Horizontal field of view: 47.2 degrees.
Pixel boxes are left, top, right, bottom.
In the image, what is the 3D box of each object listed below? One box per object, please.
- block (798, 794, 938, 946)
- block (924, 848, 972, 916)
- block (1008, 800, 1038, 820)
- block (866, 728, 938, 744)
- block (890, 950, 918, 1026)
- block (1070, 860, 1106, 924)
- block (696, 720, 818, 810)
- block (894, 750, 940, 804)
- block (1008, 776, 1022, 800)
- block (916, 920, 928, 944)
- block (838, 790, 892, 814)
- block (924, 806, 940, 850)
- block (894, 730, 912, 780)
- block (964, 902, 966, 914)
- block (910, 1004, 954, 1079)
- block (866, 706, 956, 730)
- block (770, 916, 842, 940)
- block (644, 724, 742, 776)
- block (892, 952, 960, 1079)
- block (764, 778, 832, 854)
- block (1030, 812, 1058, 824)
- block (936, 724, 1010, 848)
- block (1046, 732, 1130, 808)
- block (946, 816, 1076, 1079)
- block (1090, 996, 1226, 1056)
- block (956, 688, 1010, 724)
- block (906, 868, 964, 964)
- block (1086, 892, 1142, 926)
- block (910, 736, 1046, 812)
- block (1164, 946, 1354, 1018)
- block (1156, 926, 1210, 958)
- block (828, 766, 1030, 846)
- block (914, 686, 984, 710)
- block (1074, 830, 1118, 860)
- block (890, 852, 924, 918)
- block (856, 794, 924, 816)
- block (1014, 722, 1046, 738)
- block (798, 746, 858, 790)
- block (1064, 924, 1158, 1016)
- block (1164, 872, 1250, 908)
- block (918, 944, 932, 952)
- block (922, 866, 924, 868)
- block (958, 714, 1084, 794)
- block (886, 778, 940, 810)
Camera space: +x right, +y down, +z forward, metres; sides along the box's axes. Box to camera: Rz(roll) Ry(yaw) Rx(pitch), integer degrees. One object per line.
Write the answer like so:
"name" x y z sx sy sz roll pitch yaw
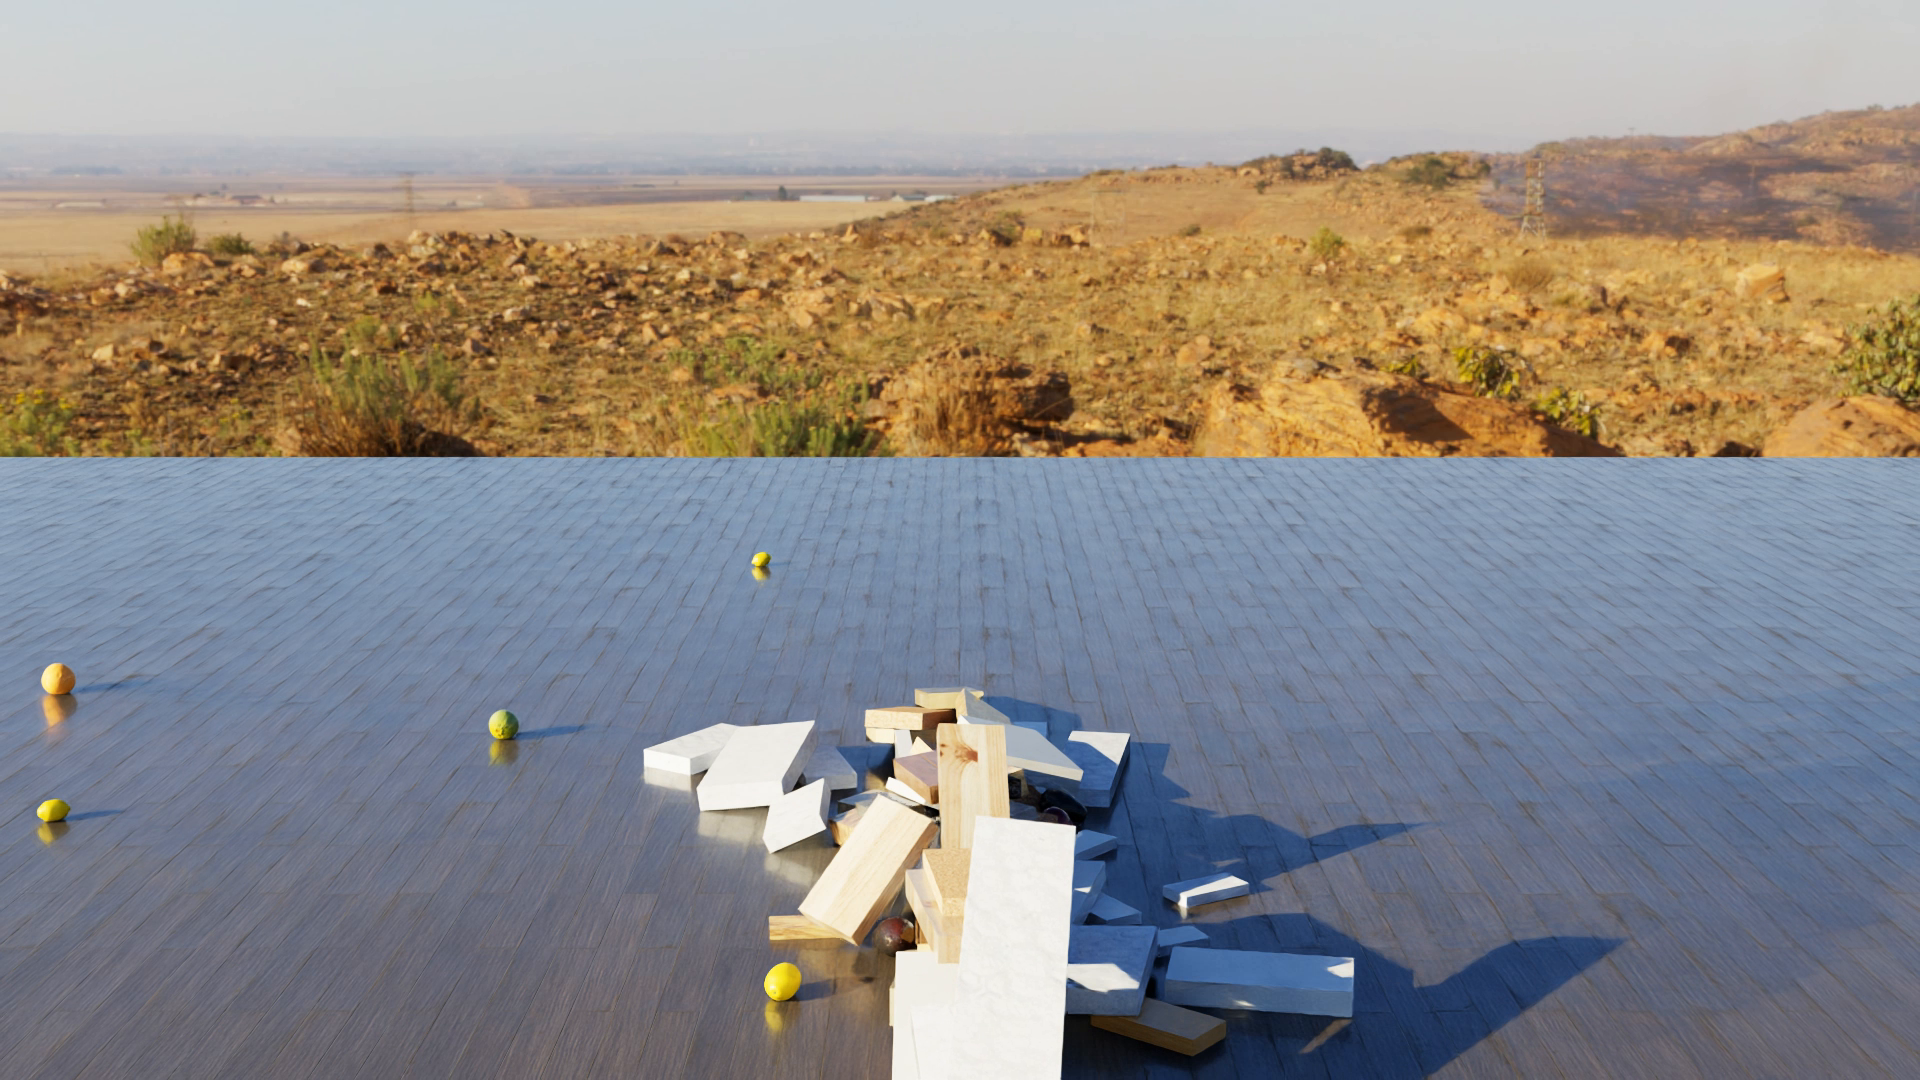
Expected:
"block" -0.144 0.521 3.481 0.113 0.032 0.226 21 65 35
"block" 0.003 0.483 3.124 0.086 0.024 0.310 -1 4 -6
"block" 0.055 0.479 3.887 0.069 0.020 0.235 -18 7 -23
"block" -0.082 0.399 4.491 0.195 0.028 0.098 4 -4 -36
"block" -0.001 0.630 3.109 0.173 0.049 0.346 0 -2 2
"block" 0.154 0.581 3.544 0.113 0.032 0.249 -2 15 17
"block" -0.388 0.436 4.273 0.162 0.046 0.359 -6 13 8
"block" -0.029 0.393 3.674 0.108 0.031 0.217 -10 9 -16
"block" 0.008 0.416 3.789 0.113 0.032 0.226 -1 3 -22
"block" -0.004 0.543 3.219 0.117 0.033 0.235 0 5 0
"block" -0.118 0.503 4.057 0.202 0.029 0.101 9 14 40
"block" -0.009 0.479 3.653 0.135 0.038 0.271 -1 2 -11
"block" -0.104 0.438 4.208 0.029 0.101 0.202 -2 11 -4
"block" 0.055 0.531 2.830 0.086 0.024 0.172 1 36 -6
"block" 0.018 0.663 2.675 0.131 0.037 0.262 -3 29 -6
"block" -0.099 0.370 4.570 0.117 0.033 0.314 2 -2 13
"block" -0.243 0.614 3.493 0.120 0.017 0.060 -1 11 -6
"block" -0.515 0.424 4.470 0.120 0.034 0.240 7 13 33
"block" 0.003 0.652 2.786 0.173 0.049 0.346 0 29 0
"block" -0.293 0.496 3.974 0.108 0.031 0.217 -24 10 3
"block" 0.093 0.502 3.925 0.150 0.021 0.075 -10 -17 40
"block" 0.022 0.415 3.535 0.108 0.031 0.258 2 54 -7
"block" 0.256 0.449 4.337 0.120 0.034 0.399 2 11 10
"block" 0.068 0.527 2.783 0.135 0.038 0.465 6 36 2
"block" 0.280 0.682 3.106 0.172 0.024 0.086 8 13 38
"block" 0.051 0.381 4.540 0.117 0.033 0.235 34 8 -7
"block" 0.010 0.519 3.065 0.131 0.037 0.389 -1 4 -8
"block" 0.225 0.599 3.567 0.070 0.020 0.139 -6 12 -31
"block" 0.034 0.440 4.104 0.240 0.034 0.120 24 2 -20
"block" 0.443 0.650 3.242 0.269 0.038 0.135 2 11 10
"block" 0.323 0.627 3.426 0.120 0.017 0.060 -5 12 -25
"block" -0.057 0.473 3.912 0.323 0.046 0.162 -18 7 -21
"block" -0.025 0.343 4.780 0.117 0.033 0.235 -2 -1 -8
"block" 0.207 0.542 3.872 0.070 0.020 0.140 9 14 39
"block" -0.083 0.551 3.529 0.017 0.120 0.060 24 50 1
"block" -0.119 0.453 3.698 0.075 0.021 0.150 -10 3 -18
"block" 0.146 0.408 4.595 0.069 0.020 0.139 1 11 3
"block" -0.276 0.451 4.341 0.101 0.029 0.202 -3 11 -16
"block" 0.209 0.629 3.230 0.135 0.038 0.269 -1 9 11
"block" 0.410 0.582 3.661 0.130 0.018 0.065 -6 12 -30
"block" -0.001 0.596 3.284 0.117 0.033 0.235 0 -7 1
"block" 0.001 0.531 3.697 0.135 0.038 0.271 0 -4 2
"block" 0.109 0.409 4.220 0.162 0.046 0.323 13 5 -16
"block" -0.061 0.436 3.745 0.070 0.020 0.216 20 -5 -18
